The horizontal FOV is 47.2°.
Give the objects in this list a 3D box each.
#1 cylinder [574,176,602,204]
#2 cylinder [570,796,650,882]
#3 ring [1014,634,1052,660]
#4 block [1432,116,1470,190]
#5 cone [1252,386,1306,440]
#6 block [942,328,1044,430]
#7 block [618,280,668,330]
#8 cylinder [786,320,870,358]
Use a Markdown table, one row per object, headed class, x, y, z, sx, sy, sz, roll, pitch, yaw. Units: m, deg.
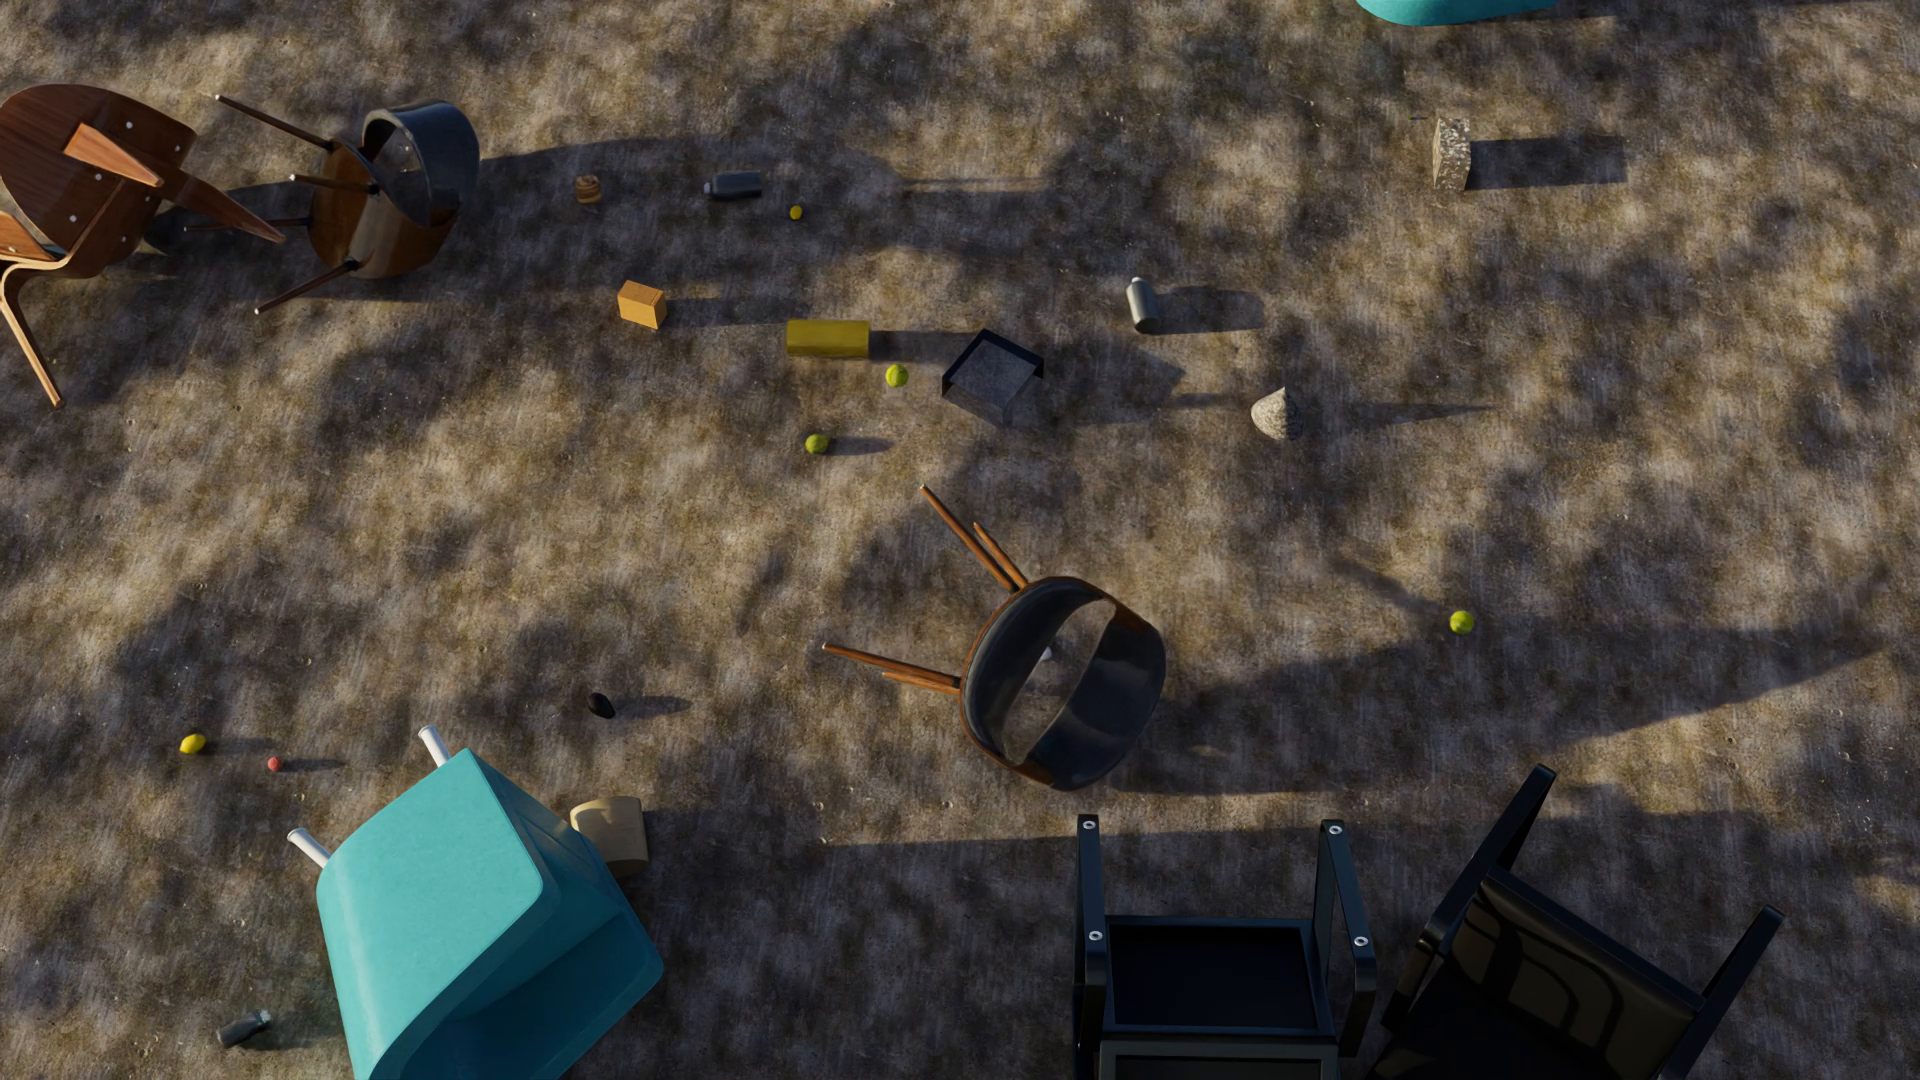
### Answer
| class | x | y | z | sx | sy | sz | roll | pitch | yaw |
| --- | --- | --- | --- | --- | --- | --- | --- | --- | --- |
| cylinder | -1.233 | -1.161 | 7.294 | 0.081 | 0.095 | 0.044 | -8 | 58 | -8 |
| cylinder | -0.951 | 0.810 | 5.966 | 0.194 | 0.107 | 0.193 | -12 | 55 | -5 |
| ring | 0.210 | 0.308 | 6.354 | 0.127 | 0.023 | 0.062 | 29 | 62 | 18 |
| block | 1.646 | -1.295 | 7.366 | 0.099 | 0.127 | 0.209 | 5 | 56 | 3 |
| cone | 0.988 | -0.421 | 6.757 | 0.143 | 0.165 | 0.186 | -38 | 64 | -22 |
| block | 0.103 | -0.503 | 6.849 | 0.224 | 0.105 | 0.236 | 29 | 61 | 18 |
| block | -1.013 | -0.751 | 7.012 | 0.129 | 0.109 | 0.071 | 18 | 58 | 12 |
| cylinder | -0.413 | -0.634 | 6.931 | 0.256 | 0.116 | 0.113 | 2 | 12 | 1 |
